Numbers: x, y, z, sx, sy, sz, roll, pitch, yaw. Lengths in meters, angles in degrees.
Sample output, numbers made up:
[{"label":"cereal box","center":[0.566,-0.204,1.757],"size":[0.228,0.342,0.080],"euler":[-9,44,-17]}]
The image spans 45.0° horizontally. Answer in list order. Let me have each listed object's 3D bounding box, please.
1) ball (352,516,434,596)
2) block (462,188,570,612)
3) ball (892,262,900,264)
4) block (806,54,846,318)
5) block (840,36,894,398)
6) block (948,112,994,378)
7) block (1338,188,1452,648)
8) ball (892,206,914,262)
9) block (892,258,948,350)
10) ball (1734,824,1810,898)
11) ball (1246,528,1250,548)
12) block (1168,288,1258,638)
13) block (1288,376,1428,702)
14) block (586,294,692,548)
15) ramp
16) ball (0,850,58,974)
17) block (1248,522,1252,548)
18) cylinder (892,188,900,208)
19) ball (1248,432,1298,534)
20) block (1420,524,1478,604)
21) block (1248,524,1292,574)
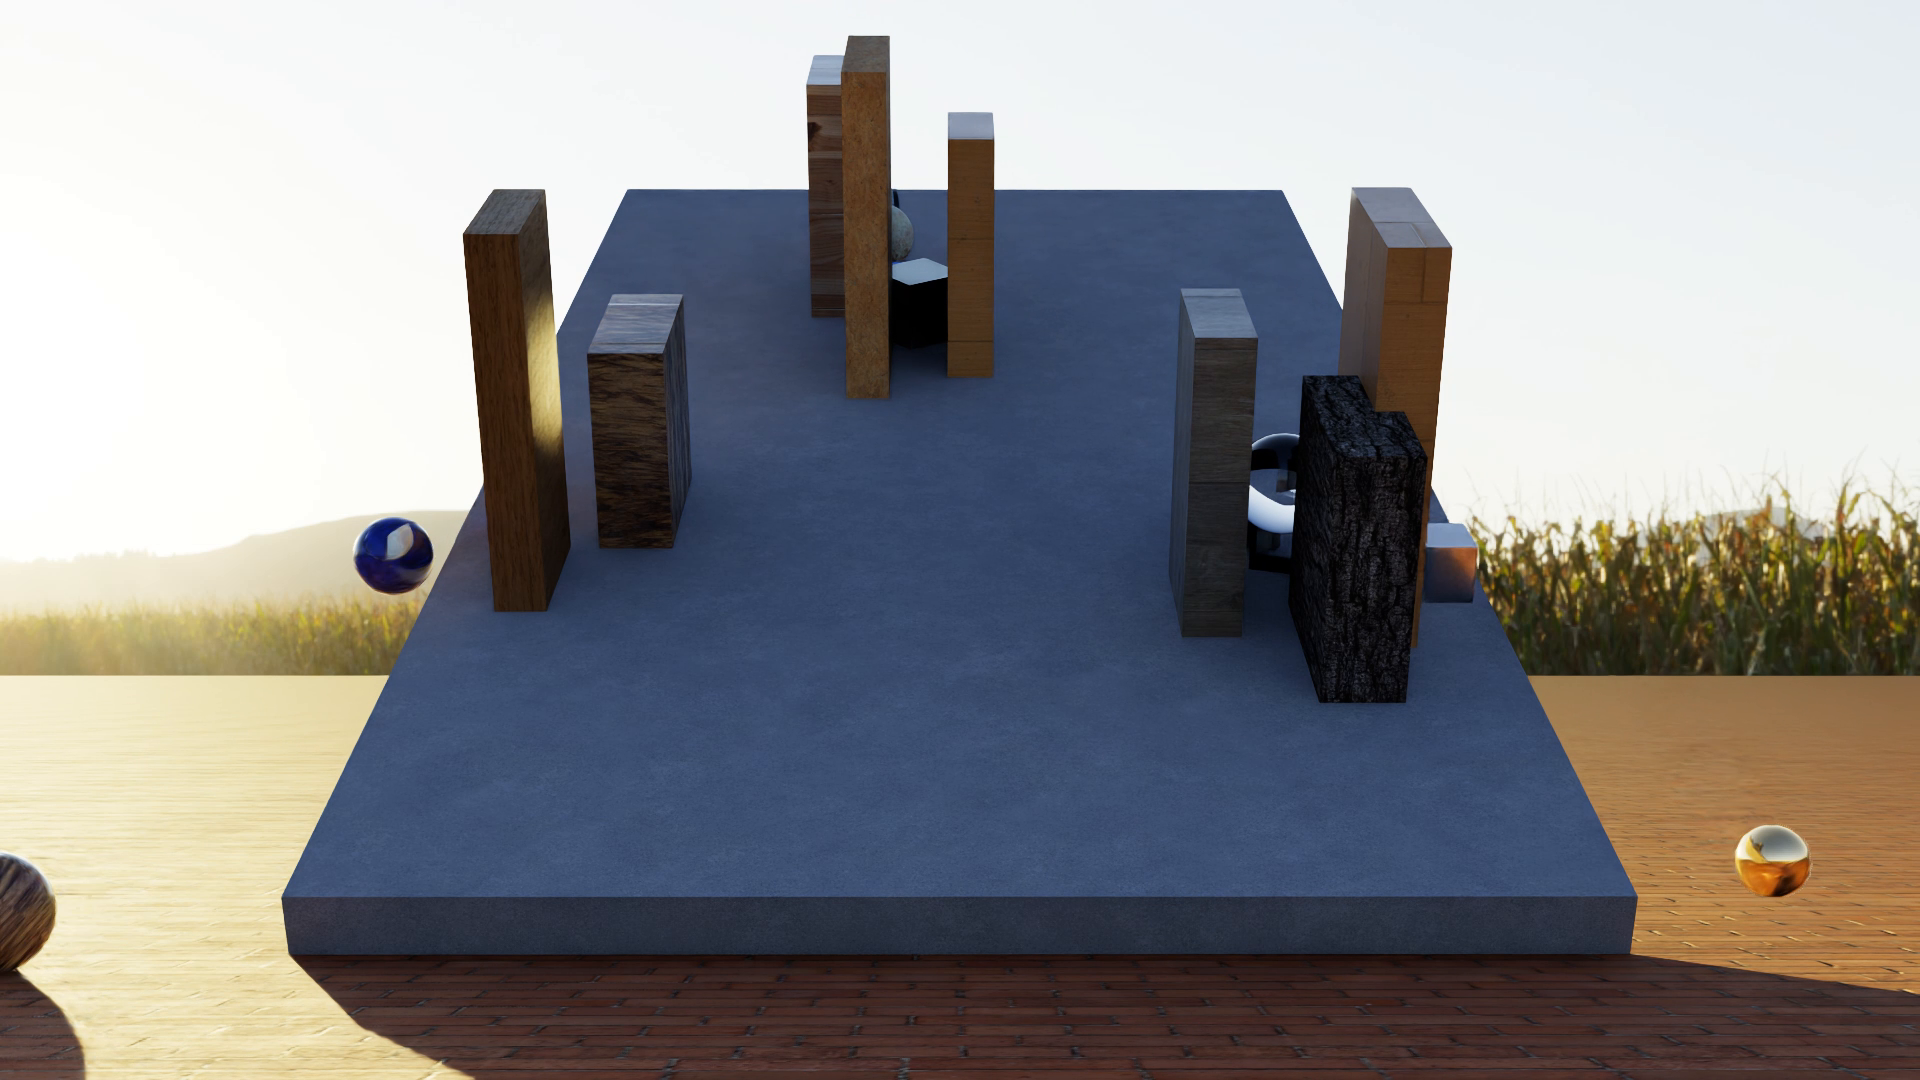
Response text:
[{"label":"ball","center":[-1.097,0.031,4.493],"size":[0.154,0.154,0.154],"euler":[0,-3,0]},{"label":"block","center":[-0.817,-0.259,4.309],"size":[0.097,0.724,0.302],"euler":[0,24,0]},{"label":"ball","center":[-0.161,-0.638,5.912],"size":[0.142,0.142,0.142],"euler":[0,-3,0]},{"label":"block","center":[-0.306,-0.913,5.970],"size":[0.147,0.598,0.348],"euler":[0,24,0]},{"label":"block","center":[-0.213,-0.757,5.412],"size":[0.098,0.758,0.406],"euler":[0,24,0]},{"label":"block","center":[0.024,-0.704,5.522],"size":[0.108,0.574,0.269],"euler":[0,24,0]},{"label":"block","center":[0.770,-0.226,4.213],"size":[0.109,0.746,0.390],"euler":[0,24,0]},{"label":"ball","center":[-0.214,-0.824,6.294],"size":[0.177,0.177,0.177],"euler":[0,-3,0]},{"label":"block","center":[-0.106,-0.589,5.770],"size":[0.165,0.165,0.165],"euler":[-17,29,-33]},{"label":"ball","center":[1.516,0.599,4.327],"size":[0.134,0.134,0.134],"euler":[0,-3,0]},{"label":"ball","center":[0.507,-0.010,4.509],"size":[0.113,0.113,0.113],"euler":[0,-3,0]},{"label":"block","center":[0.458,-0.142,4.236],"size":[0.108,0.573,0.282],"euler":[0,24,0]},{"label":"block","center":[0.692,-0.008,4.079],"size":[0.149,0.453,0.400],"euler":[0,24,0]},{"label":"block","center":[-0.640,-0.244,4.673],"size":[0.144,0.406,0.373],"euler":[0,24,0]},{"label":"ramp","center":[-0.008,-0.227,5.271],"size":[2.000,0.100,4.000],"euler":[0,24,0]},{"label":"ball","center":[-1.349,0.519,3.228],"size":[0.172,0.172,0.172],"euler":[0,-3,0]},{"label":"block","center":[0.557,-0.072,4.630],"size":[0.131,0.131,0.131],"euler":[-15,28,-30]},{"label":"cylinder","center":[-0.262,-0.889,6.449],"size":[0.172,0.172,0.172],"euler":[-4,-3,-8]},{"label":"ball","center":[0.607,-0.106,4.358],"size":[0.190,0.190,0.190],"euler":[0,-3,0]},{"label":"block","center":[0.905,0.044,4.387],"size":[0.114,0.114,0.114],"euler":[-1,24,-3]},{"label":"block","center":[0.637,-0.017,4.512],"size":[0.123,0.123,0.123],"euler":[7,24,15]}]
